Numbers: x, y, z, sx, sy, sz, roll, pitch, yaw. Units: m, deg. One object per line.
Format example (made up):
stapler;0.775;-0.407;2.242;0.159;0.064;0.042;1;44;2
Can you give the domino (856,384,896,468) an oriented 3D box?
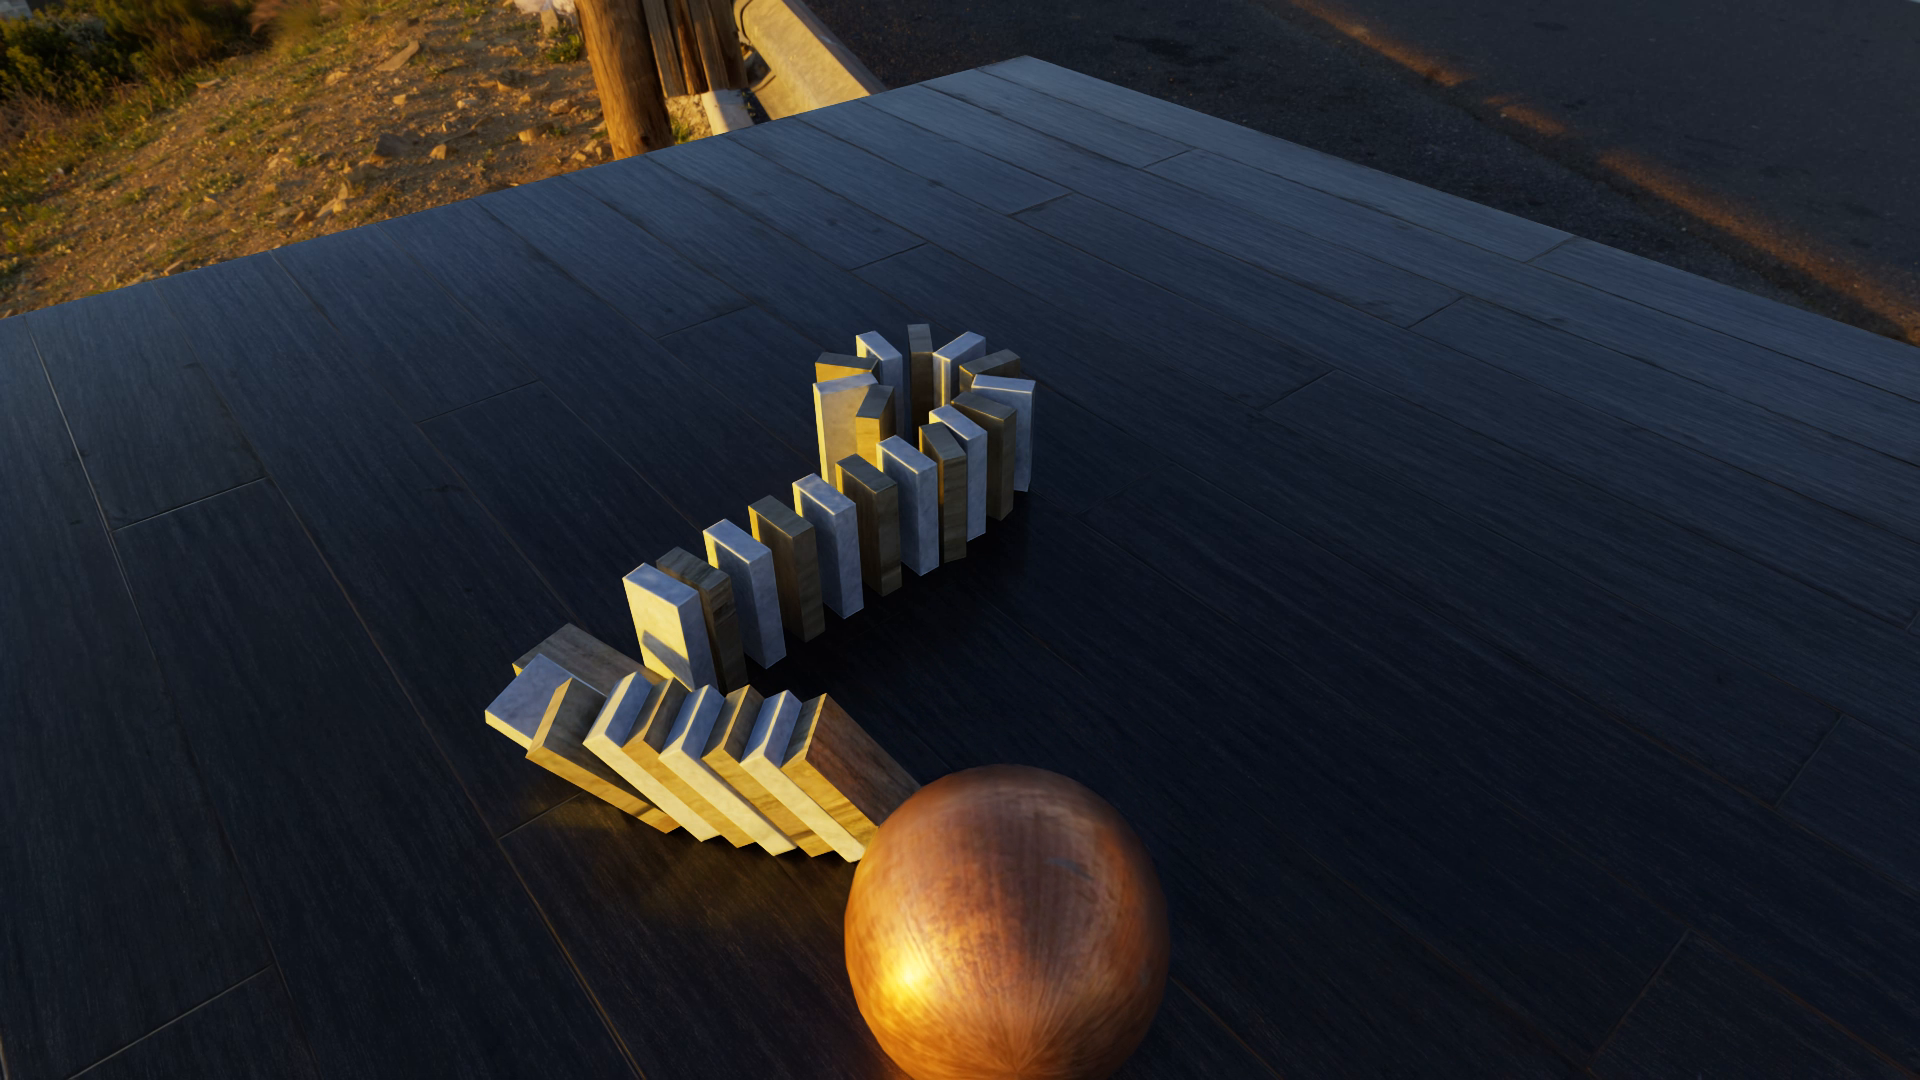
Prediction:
domino;-0.034;-0.036;0.456;0.010;0.050;0.025;7;40;9

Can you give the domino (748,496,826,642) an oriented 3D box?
domino;-0.062;0.011;0.398;0.009;0.050;0.025;-32;49;-33

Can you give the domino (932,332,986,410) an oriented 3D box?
domino;0.000;-0.065;0.490;0.010;0.050;0.025;26;46;28

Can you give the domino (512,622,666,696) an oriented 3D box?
domino;-0.128;0.049;0.384;0.050;0.010;0.025;23;45;26

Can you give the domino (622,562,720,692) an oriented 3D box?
domino;-0.097;0.034;0.370;0.025;0.050;0.009;24;45;26

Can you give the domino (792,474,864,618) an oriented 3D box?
domino;-0.049;0.003;0.408;0.009;0.050;0.025;-30;48;-31

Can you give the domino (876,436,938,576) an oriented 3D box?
domino;-0.020;-0.013;0.427;0.010;0.050;0.025;-28;47;-30

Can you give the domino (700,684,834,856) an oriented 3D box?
domino;-0.054;0.069;0.330;0.010;0.050;0.025;-25;30;28

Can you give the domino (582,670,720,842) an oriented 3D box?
domino;-0.088;0.066;0.334;0.009;0.050;0.025;-25;30;28

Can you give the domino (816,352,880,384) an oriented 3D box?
domino;-0.048;-0.056;0.480;0.025;0.050;0.009;9;40;11

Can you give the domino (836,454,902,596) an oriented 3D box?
domino;-0.034;-0.005;0.418;0.009;0.050;0.025;-29;47;-30

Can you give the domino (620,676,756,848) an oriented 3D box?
domino;-0.077;0.067;0.332;0.009;0.050;0.025;-25;30;28

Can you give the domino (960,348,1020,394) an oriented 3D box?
domino;0.013;-0.056;0.480;0.025;0.050;0.009;-23;45;-26

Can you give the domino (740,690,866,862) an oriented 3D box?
domino;-0.042;0.071;0.328;0.010;0.050;0.025;-25;30;28

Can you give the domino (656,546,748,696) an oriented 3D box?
domino;-0.088;0.029;0.377;0.025;0.050;0.010;25;46;27

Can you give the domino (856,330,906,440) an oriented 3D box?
domino;-0.035;-0.065;0.491;0.010;0.050;0.025;-20;44;-23

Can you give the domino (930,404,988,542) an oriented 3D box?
domino;-0.001;-0.027;0.444;0.009;0.050;0.025;-26;46;-28

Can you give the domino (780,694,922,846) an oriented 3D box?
domino;-0.030;0.072;0.327;0.009;0.050;0.025;-25;30;28

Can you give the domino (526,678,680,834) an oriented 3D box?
domino;-0.104;0.066;0.335;0.009;0.050;0.025;-32;33;32

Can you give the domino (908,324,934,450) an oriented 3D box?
domino;-0.017;-0.069;0.495;0.009;0.050;0.025;-4;39;-4

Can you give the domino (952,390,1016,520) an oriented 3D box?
domino;0.009;-0.034;0.453;0.025;0.050;0.009;23;45;26

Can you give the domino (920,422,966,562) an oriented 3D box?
domino;-0.007;-0.019;0.434;0.010;0.050;0.025;-15;42;-17

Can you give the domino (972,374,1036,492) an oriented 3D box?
domino;0.018;-0.045;0.466;0.025;0.050;0.009;8;40;9

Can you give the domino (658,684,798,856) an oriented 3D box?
domino;-0.065;0.069;0.330;0.009;0.050;0.025;-25;31;28

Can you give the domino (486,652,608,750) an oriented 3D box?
domino;-0.123;0.061;0.353;0.050;0.010;0.025;32;52;2

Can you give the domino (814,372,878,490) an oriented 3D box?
domino;-0.047;-0.045;0.466;0.025;0.050;0.010;-15;42;-18

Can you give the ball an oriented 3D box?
ball;0.011;0.096;0.271;0.080;0.080;0.080;0;39;0

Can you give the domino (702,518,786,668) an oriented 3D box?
domino;-0.075;0.019;0.388;0.025;0.050;0.010;31;48;32
